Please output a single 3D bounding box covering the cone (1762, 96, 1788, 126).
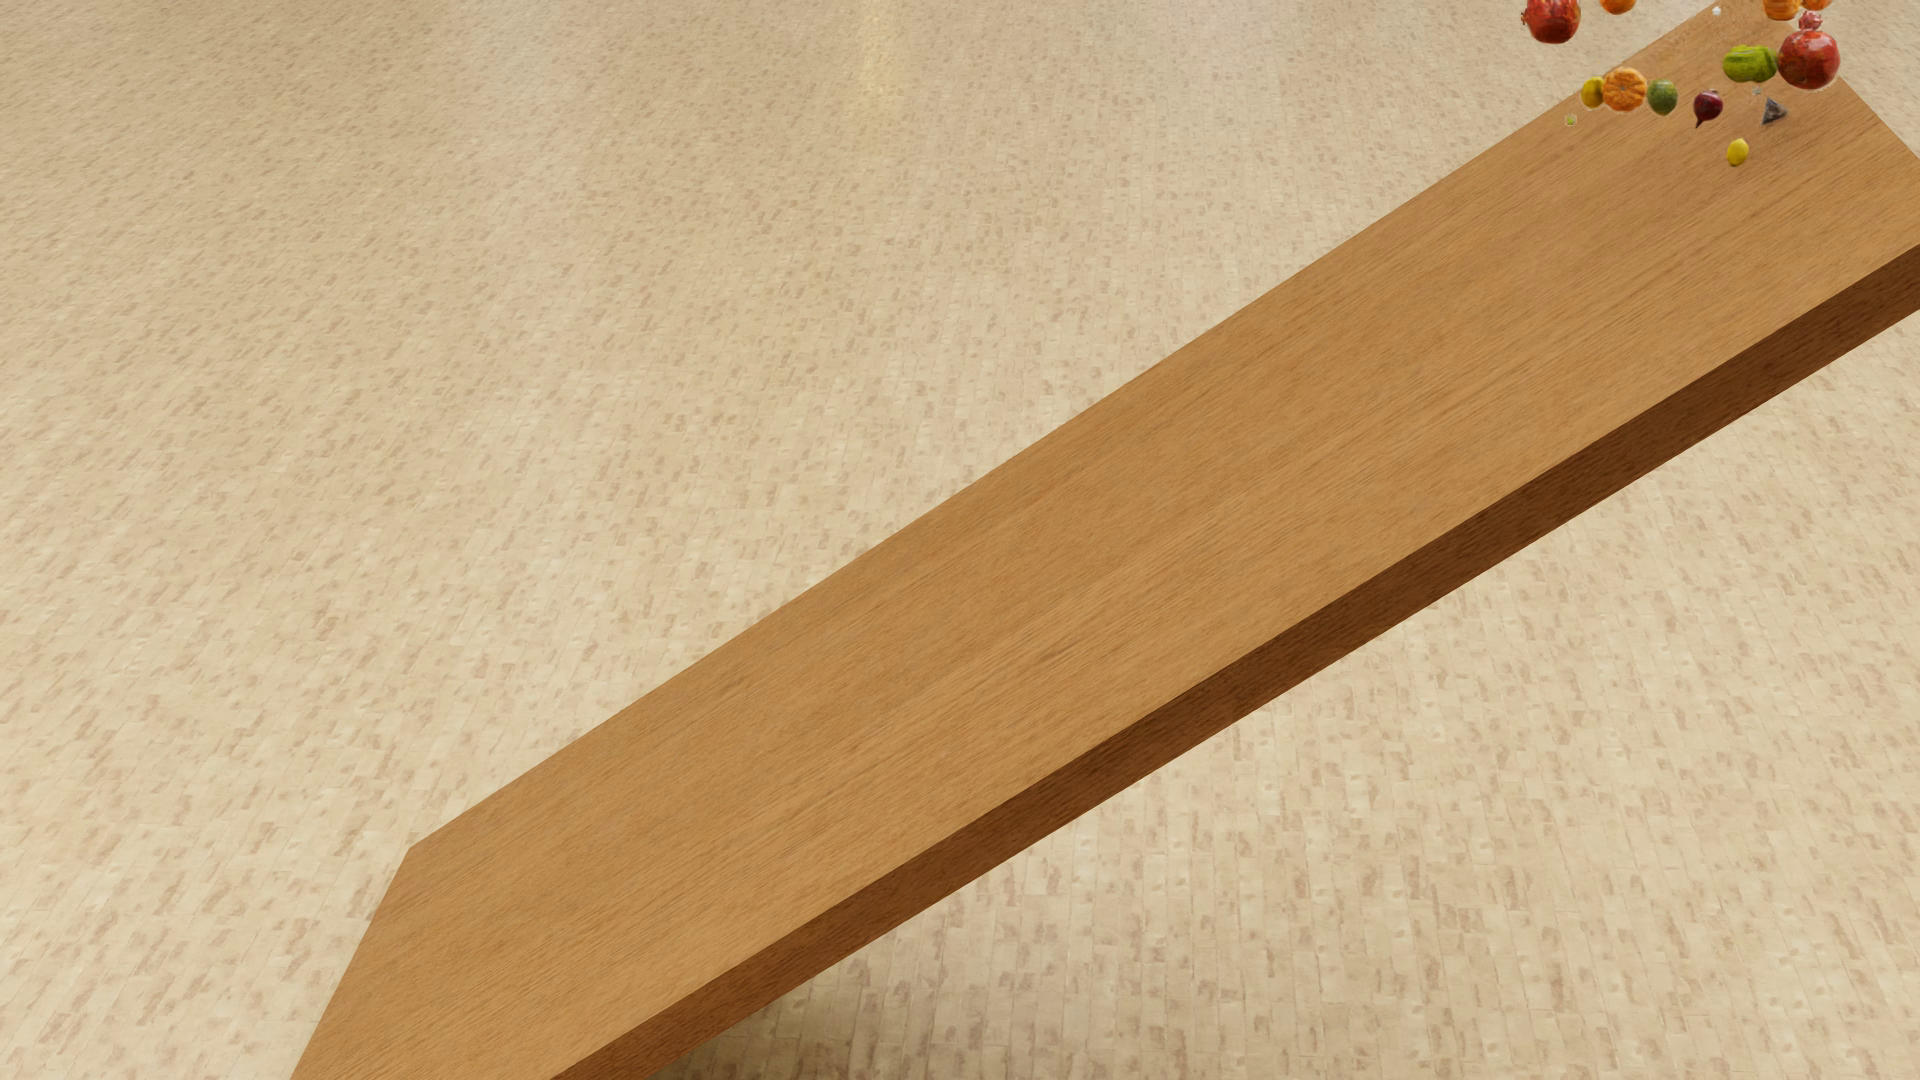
[{"bbox_3d":[1.594,-0.836,5.790,0.054,0.054,0.054,31,20,-13],"label":"cone"}]

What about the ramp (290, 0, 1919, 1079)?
[{"bbox_3d":[0.134,0.175,6.309,4.000,0.100,2.000,-33,16,15],"label":"ramp"}]
